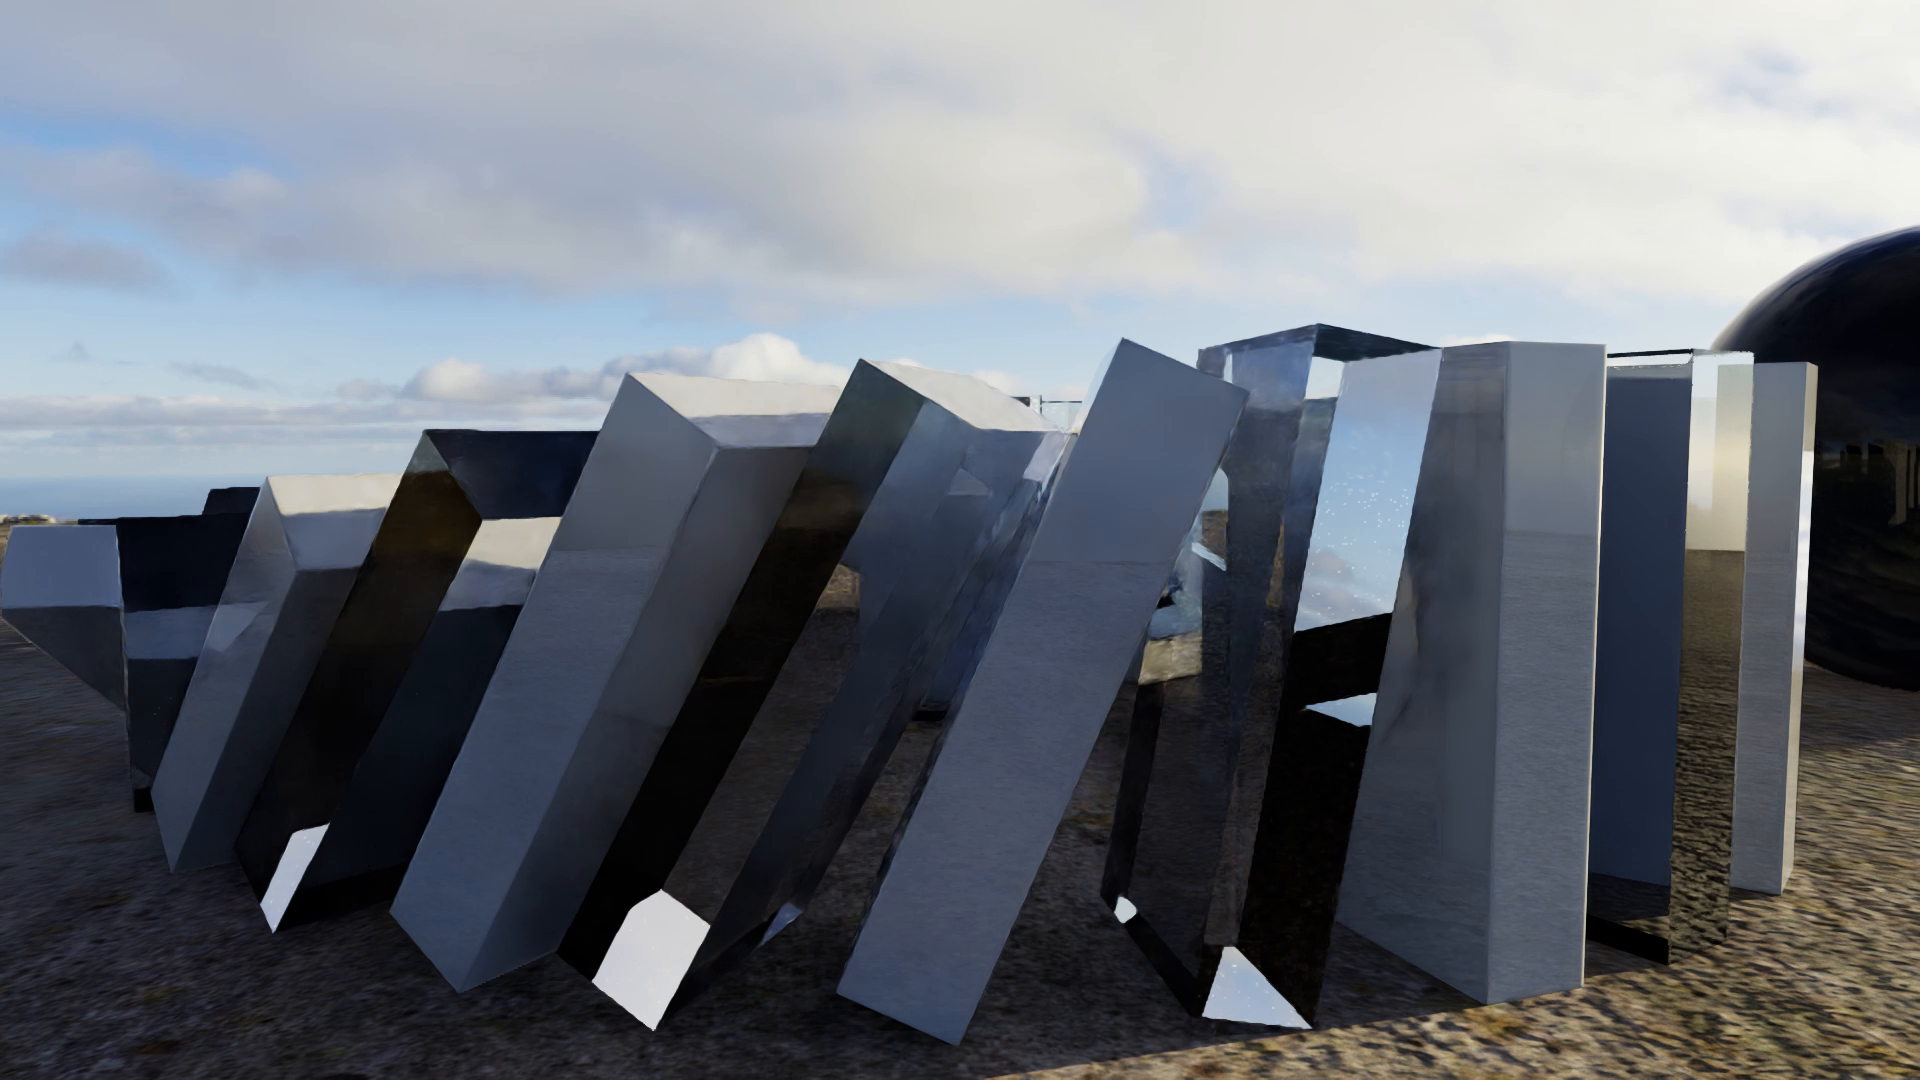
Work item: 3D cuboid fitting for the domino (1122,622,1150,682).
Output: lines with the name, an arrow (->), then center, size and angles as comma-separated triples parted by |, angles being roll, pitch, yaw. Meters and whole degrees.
domino -> 0.033, -0.001, 0.241 | 0.009, 0.050, 0.025 | 0, 4, 0

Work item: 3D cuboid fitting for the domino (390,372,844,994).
domino -> -0.025, 0.011, 0.104 | 0.009, 0.050, 0.025 | 37, 20, 22

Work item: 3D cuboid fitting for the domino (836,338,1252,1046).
domino -> 0.006, 0.010, 0.101 | 0.010, 0.050, 0.025 | 23, 5, 1

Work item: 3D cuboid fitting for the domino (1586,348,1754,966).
domino -> 0.055, 0.009, 0.116 | 0.009, 0.050, 0.025 | -3, 5, -33

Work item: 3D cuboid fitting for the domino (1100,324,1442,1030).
domino -> 0.023, 0.009, 0.104 | 0.009, 0.050, 0.025 | 9, 3, -9

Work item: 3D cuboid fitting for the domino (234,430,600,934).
domino -> -0.042, 0.012, 0.112 | 0.025, 0.050, 0.010 | -6, 49, -53

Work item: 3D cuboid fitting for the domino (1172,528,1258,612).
domino -> 0.055, 0.000, 0.340 | 0.050, 0.009, 0.025 | 34, 11, 9

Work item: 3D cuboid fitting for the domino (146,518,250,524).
domino -> -0.100, 0.011, 0.199 | 0.025, 0.010, 0.050 | 0, -24, 3

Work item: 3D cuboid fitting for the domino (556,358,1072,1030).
domino -> -0.010, 0.011, 0.100 | 0.010, 0.050, 0.025 | 32, 13, 14

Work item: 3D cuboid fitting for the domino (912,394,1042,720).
domino -> 0.000, 0.002, 0.201 | 0.025, 0.050, 0.009 | 0, 4, 0

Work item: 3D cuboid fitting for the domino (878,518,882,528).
domino -> -0.003, 0.001, 0.338 | 0.050, 0.009, 0.025 | 29, 2, -5

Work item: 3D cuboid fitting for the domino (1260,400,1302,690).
domino -> 0.063, 0.000, 0.232 | 0.010, 0.050, 0.025 | 3, 5, 30

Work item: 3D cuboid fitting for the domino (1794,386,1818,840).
domino -> 0.079, 0.007, 0.144 | 0.025, 0.050, 0.010 | 2, 5, 30

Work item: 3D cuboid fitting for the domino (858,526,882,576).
domino -> -0.025, 0.001, 0.330 | 0.050, 0.010, 0.025 | 30, -5, -14

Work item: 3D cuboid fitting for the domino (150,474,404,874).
domino -> -0.058, 0.013, 0.123 | 0.025, 0.009, 0.050 | -4, -35, -46

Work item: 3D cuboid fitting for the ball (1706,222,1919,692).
ball -> 0.167, -0.014, 0.219 | 0.080, 0.080, 0.080 | 0, 4, 0

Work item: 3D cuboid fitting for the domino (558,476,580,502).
domino -> -0.072, 0.003, 0.291 | 0.025, 0.009, 0.050 | 2, -28, 46

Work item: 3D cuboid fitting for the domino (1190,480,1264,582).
domino -> 0.076, -0.001, 0.339 | 0.050, 0.010, 0.025 | 39, 20, 19

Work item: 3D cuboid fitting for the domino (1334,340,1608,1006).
domino -> 0.040, 0.009, 0.109 | 0.009, 0.050, 0.025 | -2, 5, -20

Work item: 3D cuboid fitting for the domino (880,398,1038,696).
domino -> 0.000, 0.001, 0.219 | 0.025, 0.050, 0.010 | 1, 4, 12

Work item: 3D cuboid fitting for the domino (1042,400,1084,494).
domino -> 0.017, 0.000, 0.236 | 0.009, 0.050, 0.025 | -2, 5, -29

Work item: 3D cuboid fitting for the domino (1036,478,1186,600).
domino -> 0.037, 0.000, 0.342 | 0.050, 0.010, 0.025 | 32, 10, 7

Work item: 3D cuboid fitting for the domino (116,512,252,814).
domino -> -0.075, 0.014, 0.138 | 0.025, 0.009, 0.050 | -5, -28, -34

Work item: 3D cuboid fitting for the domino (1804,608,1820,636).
domino -> 0.152, 0.000, 0.266 | 0.025, 0.050, 0.009 | -3, -34, -34

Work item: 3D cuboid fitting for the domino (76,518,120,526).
domino -> -0.096, 0.013, 0.177 | 0.025, 0.010, 0.050 | 0, -26, -6

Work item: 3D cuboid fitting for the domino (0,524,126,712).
domino -> -0.091, 0.014, 0.157 | 0.025, 0.010, 0.050 | -1, -27, -10

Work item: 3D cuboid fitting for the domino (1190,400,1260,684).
domino -> 0.049, 0.000, 0.238 | 0.009, 0.050, 0.025 | 1, 4, 17

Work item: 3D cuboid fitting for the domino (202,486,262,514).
domino -> -0.101, 0.008, 0.217 | 0.025, 0.010, 0.050 | -2, -29, 7

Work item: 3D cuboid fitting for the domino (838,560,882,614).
domino -> -0.043, 0.001, 0.319 | 0.050, 0.009, 0.025 | 32, -11, -23

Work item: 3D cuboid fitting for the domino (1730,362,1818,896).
domino -> 0.071, 0.008, 0.131 | 0.025, 0.050, 0.010 | 3, 5, 39

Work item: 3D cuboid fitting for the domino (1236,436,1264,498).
domino -> 0.095, -0.005, 0.333 | 0.009, 0.050, 0.025 | -45, -23, 31
